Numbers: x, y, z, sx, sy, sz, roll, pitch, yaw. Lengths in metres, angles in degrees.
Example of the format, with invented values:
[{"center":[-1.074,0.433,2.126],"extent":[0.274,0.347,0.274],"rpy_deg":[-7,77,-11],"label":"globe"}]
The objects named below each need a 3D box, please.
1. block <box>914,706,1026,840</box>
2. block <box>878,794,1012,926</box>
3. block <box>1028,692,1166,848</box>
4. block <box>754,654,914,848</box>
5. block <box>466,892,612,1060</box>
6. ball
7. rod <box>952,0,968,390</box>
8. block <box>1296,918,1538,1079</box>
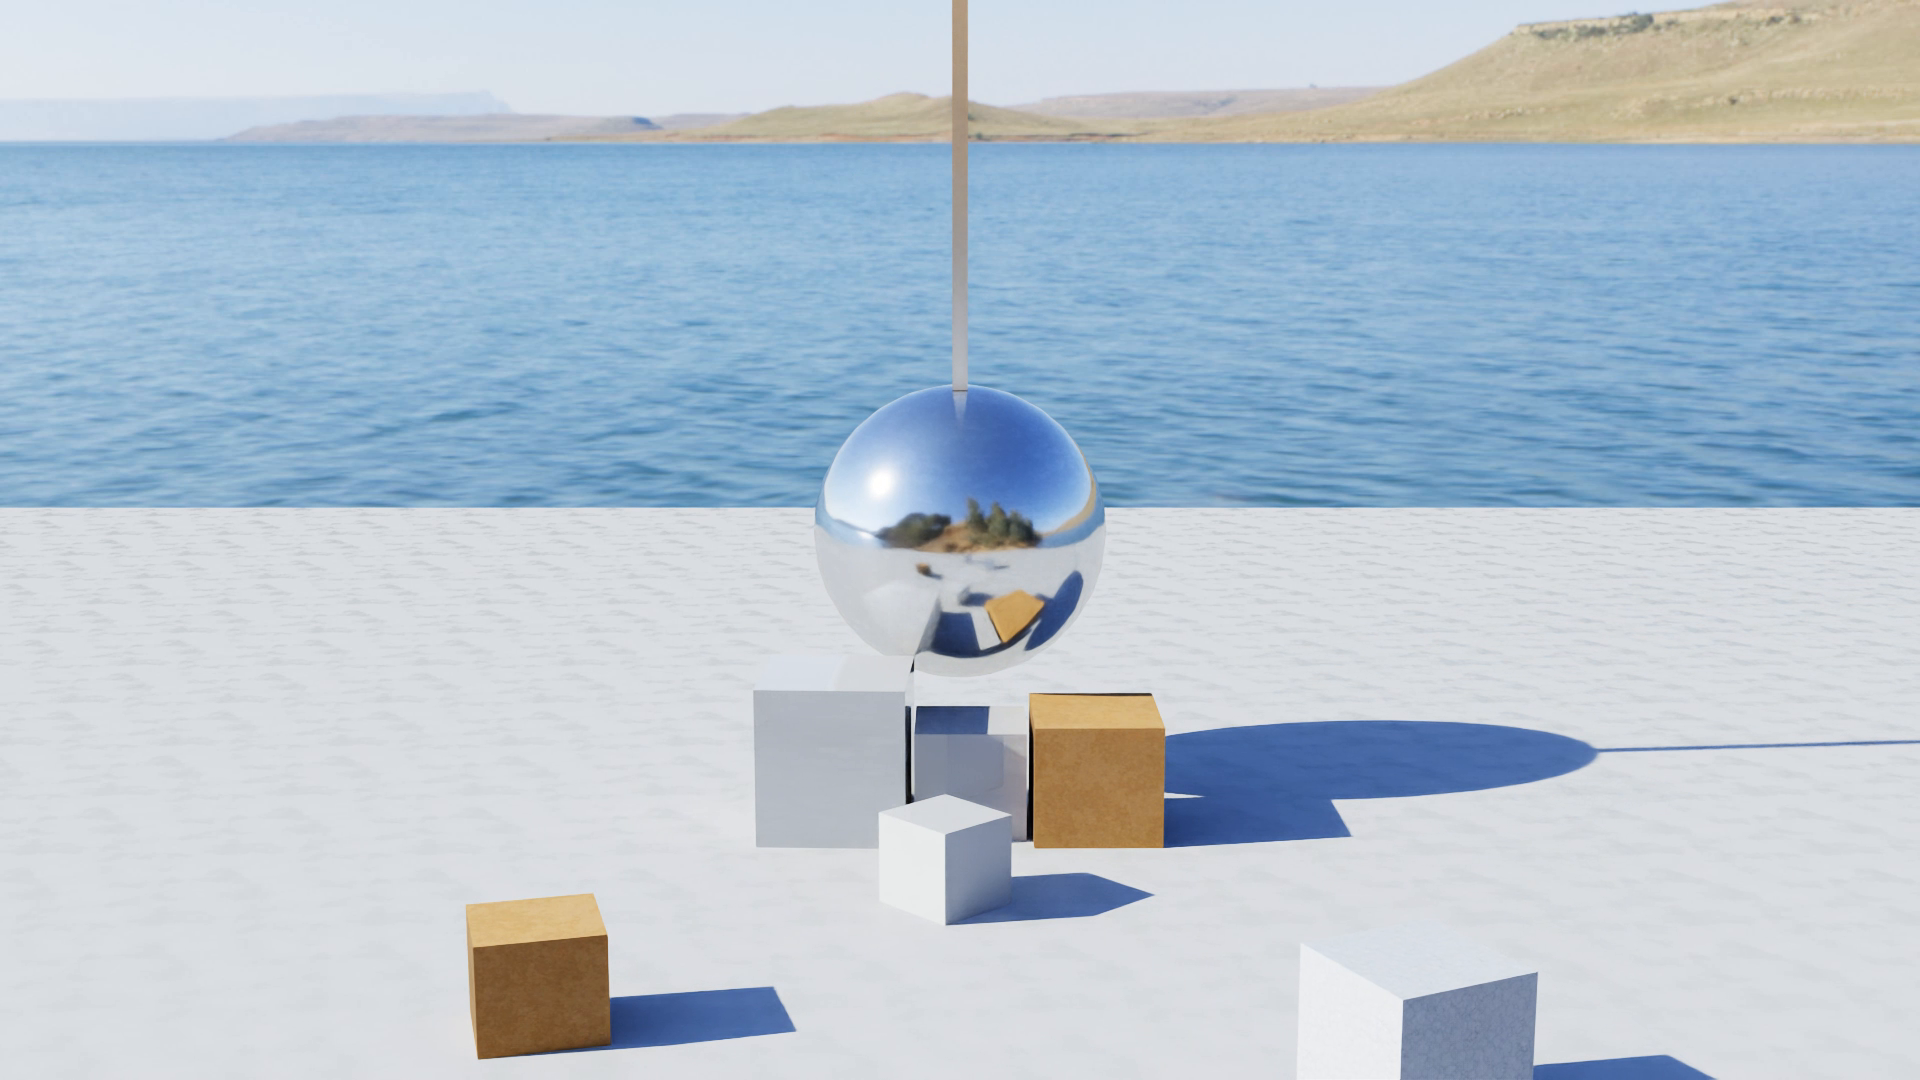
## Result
[{"center":[0.053,1.201,11.404],"extent":[0.568,0.556,0.564],"rpy_deg":[0,10,0],"label":"block"},{"center":[-0.068,1.479,10.221],"extent":[0.422,0.432,0.451],"rpy_deg":[-10,14,-42],"label":"block"},{"center":[0.694,1.179,11.340],"extent":[0.649,0.622,0.713],"rpy_deg":[0,10,-1],"label":"block"},{"center":[-0.635,1.080,11.351],"extent":[0.755,0.814,0.766],"rpy_deg":[0,10,2],"label":"block"},{"center":[-1.686,1.730,8.771],"extent":[0.513,0.457,0.500],"rpy_deg":[-3,11,-15],"label":"block"},{"center":[0.000,-0.051,12.014],"extent":[1.600,1.600,1.600],"rpy_deg":[0,10,0],"label":"ball"},{"center":[0.000,-3.280,10.949],"extent":[0.080,5.200,0.080],"rpy_deg":[0,18,0],"label":"rod"},{"center":[1.637,1.799,7.929],"extent":[0.586,0.622,0.603],"rpy_deg":[-5,11,-26],"label":"block"}]
